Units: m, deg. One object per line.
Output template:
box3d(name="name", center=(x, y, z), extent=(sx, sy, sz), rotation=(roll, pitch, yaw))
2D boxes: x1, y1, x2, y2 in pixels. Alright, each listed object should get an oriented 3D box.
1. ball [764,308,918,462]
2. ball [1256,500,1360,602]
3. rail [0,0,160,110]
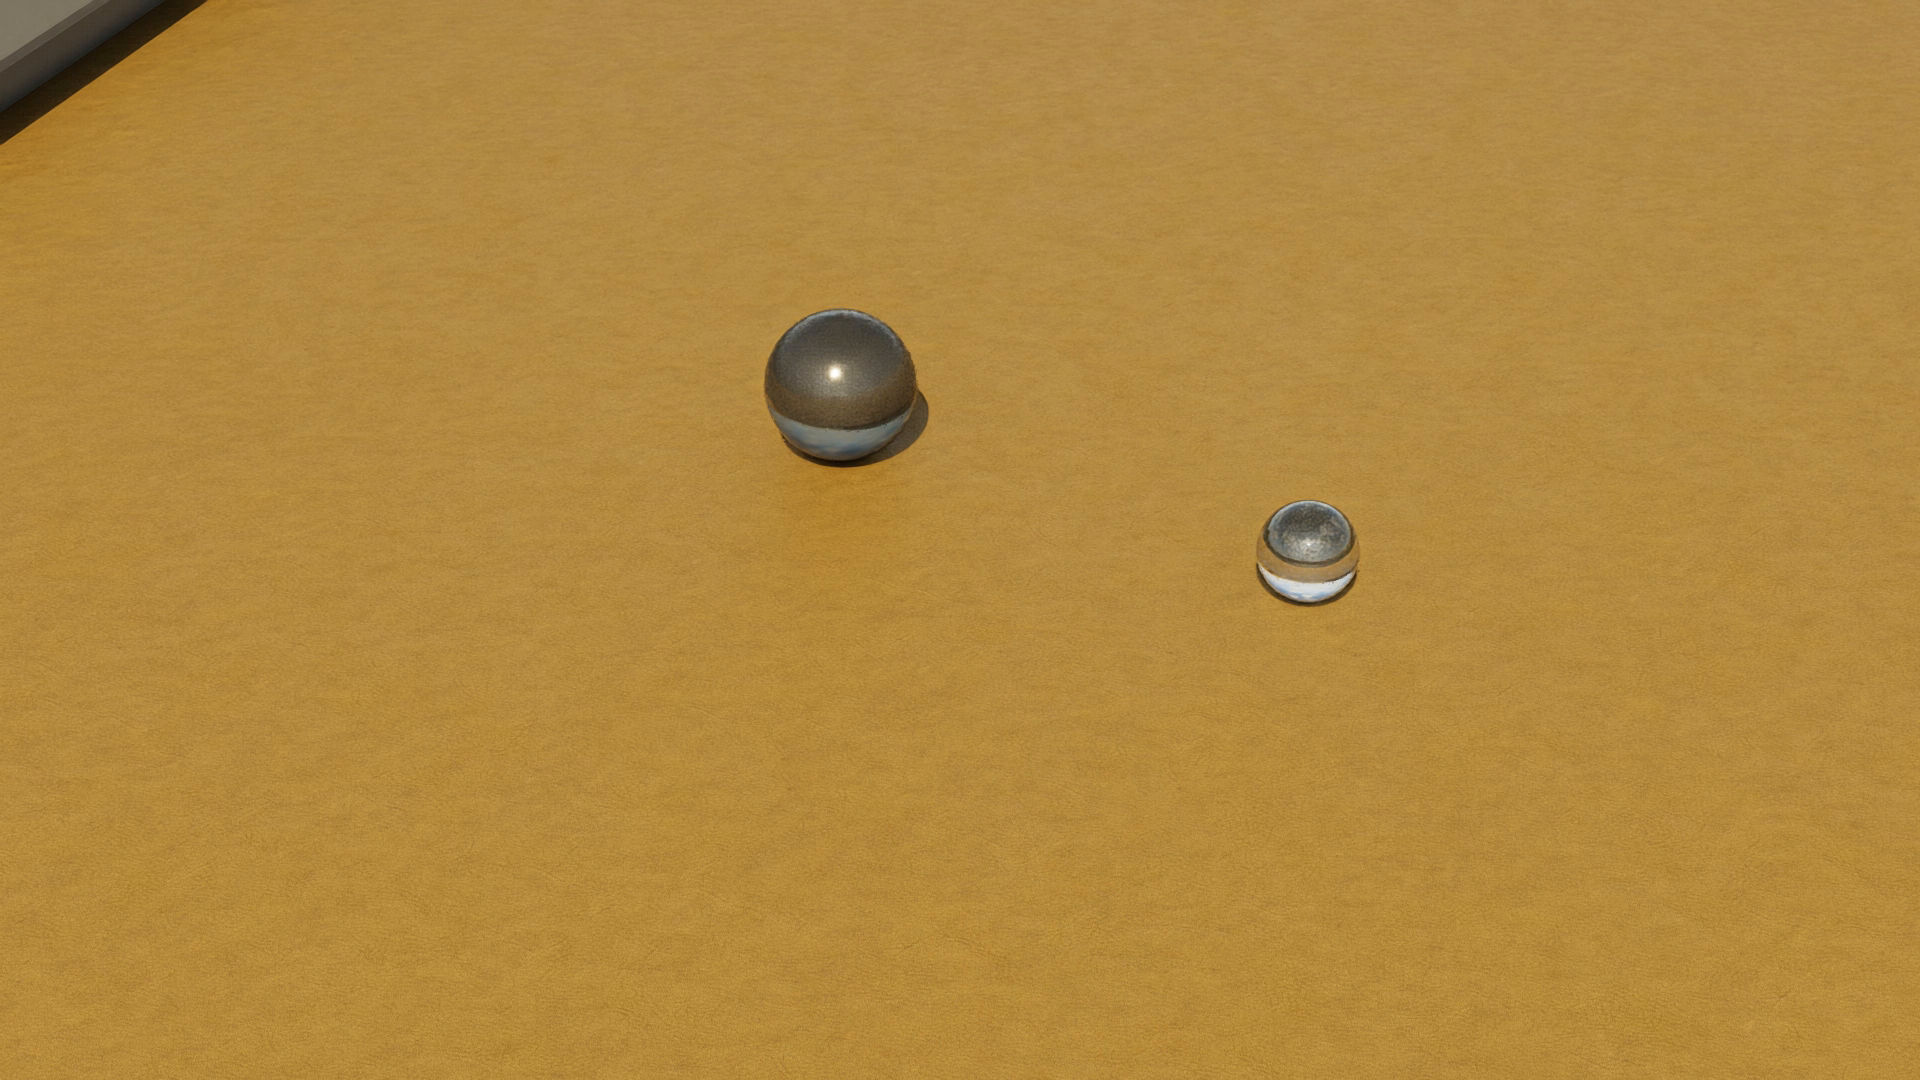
box3d(name="ball", center=(-0.074, -0.096, 1.826), extent=(0.095, 0.095, 0.095), rotation=(0, 29, 0))
box3d(name="ball", center=(0.199, 0.006, 1.678), extent=(0.059, 0.059, 0.059), rotation=(0, 29, 0))
box3d(name="rail", center=(-0.674, -0.560, 2.634), extent=(0.045, 0.124, 3.728), rotation=(7, 30, 12))
